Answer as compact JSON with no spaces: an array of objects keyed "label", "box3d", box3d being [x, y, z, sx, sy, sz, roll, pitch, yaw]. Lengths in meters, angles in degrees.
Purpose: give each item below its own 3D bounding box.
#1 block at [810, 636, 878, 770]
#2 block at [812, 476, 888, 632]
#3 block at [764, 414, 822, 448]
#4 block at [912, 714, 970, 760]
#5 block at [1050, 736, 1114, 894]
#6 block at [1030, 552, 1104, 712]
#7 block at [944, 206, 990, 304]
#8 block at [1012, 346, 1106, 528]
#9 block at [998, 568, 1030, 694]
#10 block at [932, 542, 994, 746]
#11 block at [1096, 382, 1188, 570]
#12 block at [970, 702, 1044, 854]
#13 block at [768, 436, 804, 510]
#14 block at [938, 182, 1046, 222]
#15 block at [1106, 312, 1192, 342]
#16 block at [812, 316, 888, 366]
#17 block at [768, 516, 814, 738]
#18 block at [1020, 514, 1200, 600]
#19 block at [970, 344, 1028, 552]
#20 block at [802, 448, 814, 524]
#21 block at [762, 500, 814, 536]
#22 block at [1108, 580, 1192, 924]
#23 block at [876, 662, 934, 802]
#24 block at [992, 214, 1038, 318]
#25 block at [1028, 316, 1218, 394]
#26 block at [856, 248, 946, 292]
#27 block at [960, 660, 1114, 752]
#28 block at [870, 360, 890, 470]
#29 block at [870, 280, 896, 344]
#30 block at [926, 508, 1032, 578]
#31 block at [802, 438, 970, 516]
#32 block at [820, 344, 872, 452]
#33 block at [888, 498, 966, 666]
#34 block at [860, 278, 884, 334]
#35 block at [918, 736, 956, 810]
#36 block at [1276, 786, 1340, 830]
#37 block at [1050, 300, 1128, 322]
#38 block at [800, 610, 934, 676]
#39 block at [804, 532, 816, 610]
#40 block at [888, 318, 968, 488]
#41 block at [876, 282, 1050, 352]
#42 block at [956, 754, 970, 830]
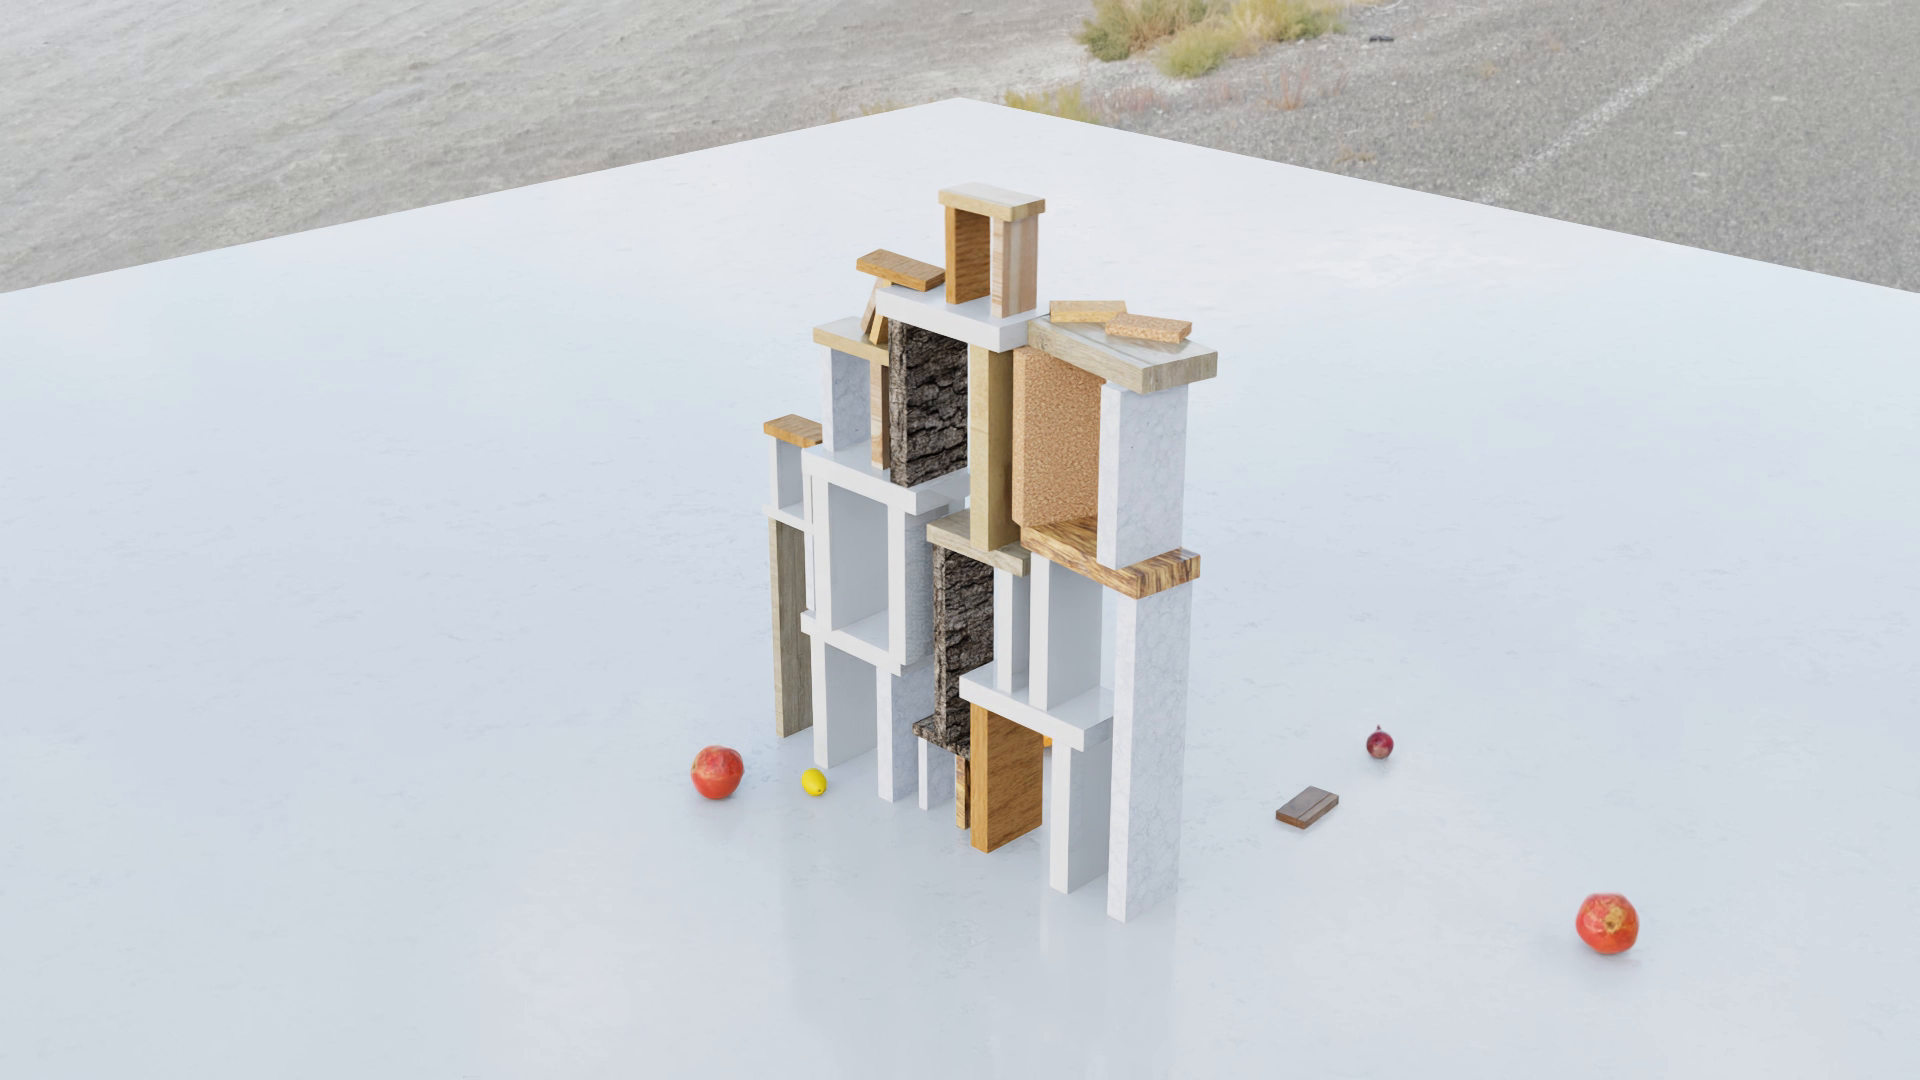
[{"label":"block","box3d":[-0.240,0.319,4.627,0.042,0.298,0.149,21,31,41]},{"label":"block","box3d":[-0.219,0.007,4.456,0.163,0.327,0.046,-21,31,-41]},{"label":"block","box3d":[-0.317,-0.218,4.468,0.158,0.022,0.079,21,31,40]},{"label":"block","box3d":[-0.009,0.391,4.396,0.162,0.023,0.081,21,31,40]},{"label":"block","box3d":[0.243,0.500,4.178,0.045,0.317,0.158,21,31,40]},{"label":"block","box3d":[0.198,0.149,4.089,0.044,0.308,0.154,21,30,40]},{"label":"block","box3d":[0.015,-0.524,3.986,0.090,0.179,0.025,-21,30,-40]},{"label":"block","box3d":[0.179,-0.194,3.973,0.163,0.327,0.046,-10,25,-22]},{"label":"block","box3d":[0.127,0.154,4.154,0.035,0.247,0.124,21,31,40]},{"label":"block","box3d":[0.008,0.189,4.298,0.124,0.424,0.035,-18,29,-36]},{"label":"block","box3d":[0.316,-0.125,3.811,0.163,0.327,0.046,-18,29,-36]},{"label":"block","box3d":[0.093,0.441,4.315,0.158,0.317,0.045,-21,31,-41]},{"label":"block","box3d":[-0.354,-0.150,4.537,0.079,0.158,0.022,-21,31,-40]},{"label":"block","box3d":[0.056,-0.602,3.906,0.090,0.025,0.179,-21,31,-40]},{"label":"block","box3d":[0.328,-0.370,3.827,0.135,0.019,0.068,10,25,22]},{"label":"block","box3d":[-0.173,-0.386,4.255,0.215,0.030,0.108,21,31,40]},{"label":"block","box3d":[-0.359,0.178,4.687,0.024,0.512,0.086,21,31,41]},{"label":"block","box3d":[0.268,0.018,3.948,0.154,0.044,0.308,-18,29,-35]},{"label":"block","box3d":[0.093,-0.189,4.048,0.163,0.396,0.046,-21,30,-40]},{"label":"block","box3d":[-0.282,-0.120,4.469,0.022,0.158,0.079,20,30,39]},{"label":"block","box3d":[-0.320,-0.053,4.544,0.086,0.024,0.172,-21,31,-40]},{"label":"block","box3d":[0.346,0.376,4.016,0.154,0.669,0.044,-21,31,-41]},{"label":"block","box3d":[-0.100,0.374,4.498,0.042,0.298,0.149,21,31,41]},{"label":"block","box3d":[0.098,-0.491,3.906,0.090,0.179,0.025,-21,31,-40]},{"label":"block","box3d":[0.279,-0.335,3.828,0.163,0.046,0.327,-15,27,-31]},{"label":"block","box3d":[-0.108,-0.505,4.115,0.155,0.022,0.077,21,32,26]},{"label":"block","box3d":[0.168,0.303,4.177,0.317,0.045,0.158,21,31,40]},{"label":"block","box3d":[-0.123,-0.253,4.256,0.030,0.215,0.108,21,31,40]},{"label":"block","box3d":[-0.124,-0.440,4.165,0.071,0.141,0.020,-20,50,-38]},{"label":"block","box3d":[0.069,0.002,4.152,0.247,0.035,0.124,21,31,40]},{"label":"block","box3d":[-0.141,-0.135,4.312,0.327,0.046,0.163,21,31,41]},{"label":"block","box3d":[-0.224,-0.293,4.350,0.030,0.215,0.108,21,31,40]},{"label":"block","box3d":[-0.065,0.067,4.313,0.163,0.327,0.046,-21,31,-40]},{"label":"block","box3d":[-0.135,-0.460,4.209,0.077,0.155,0.022,-14,59,-29]},{"label":"block","box3d":[-0.047,0.461,4.466,0.023,0.162,0.081,21,31,40]},{"label":"block","box3d":[0.705,0.542,4.459,0.068,0.019,0.135,17,29,35]},{"label":"block","box3d":[0.228,-0.408,3.915,0.135,0.019,0.068,0,23,0]},{"label":"block","box3d":[-0.171,0.190,4.496,0.149,0.042,0.298,-21,31,-41]},{"label":"block","box3d":[-0.279,0.053,4.546,0.086,0.172,0.024,-21,31,-40]},{"label":"block","box3d":[-0.059,-0.277,4.170,0.046,0.327,0.163,21,31,40]},{"label":"block","box3d":[0.015,-0.419,4.026,0.163,0.046,0.327,-20,30,-39]},{"label":"block","box3d":[0.029,0.491,4.396,0.023,0.162,0.081,21,31,40]}]
